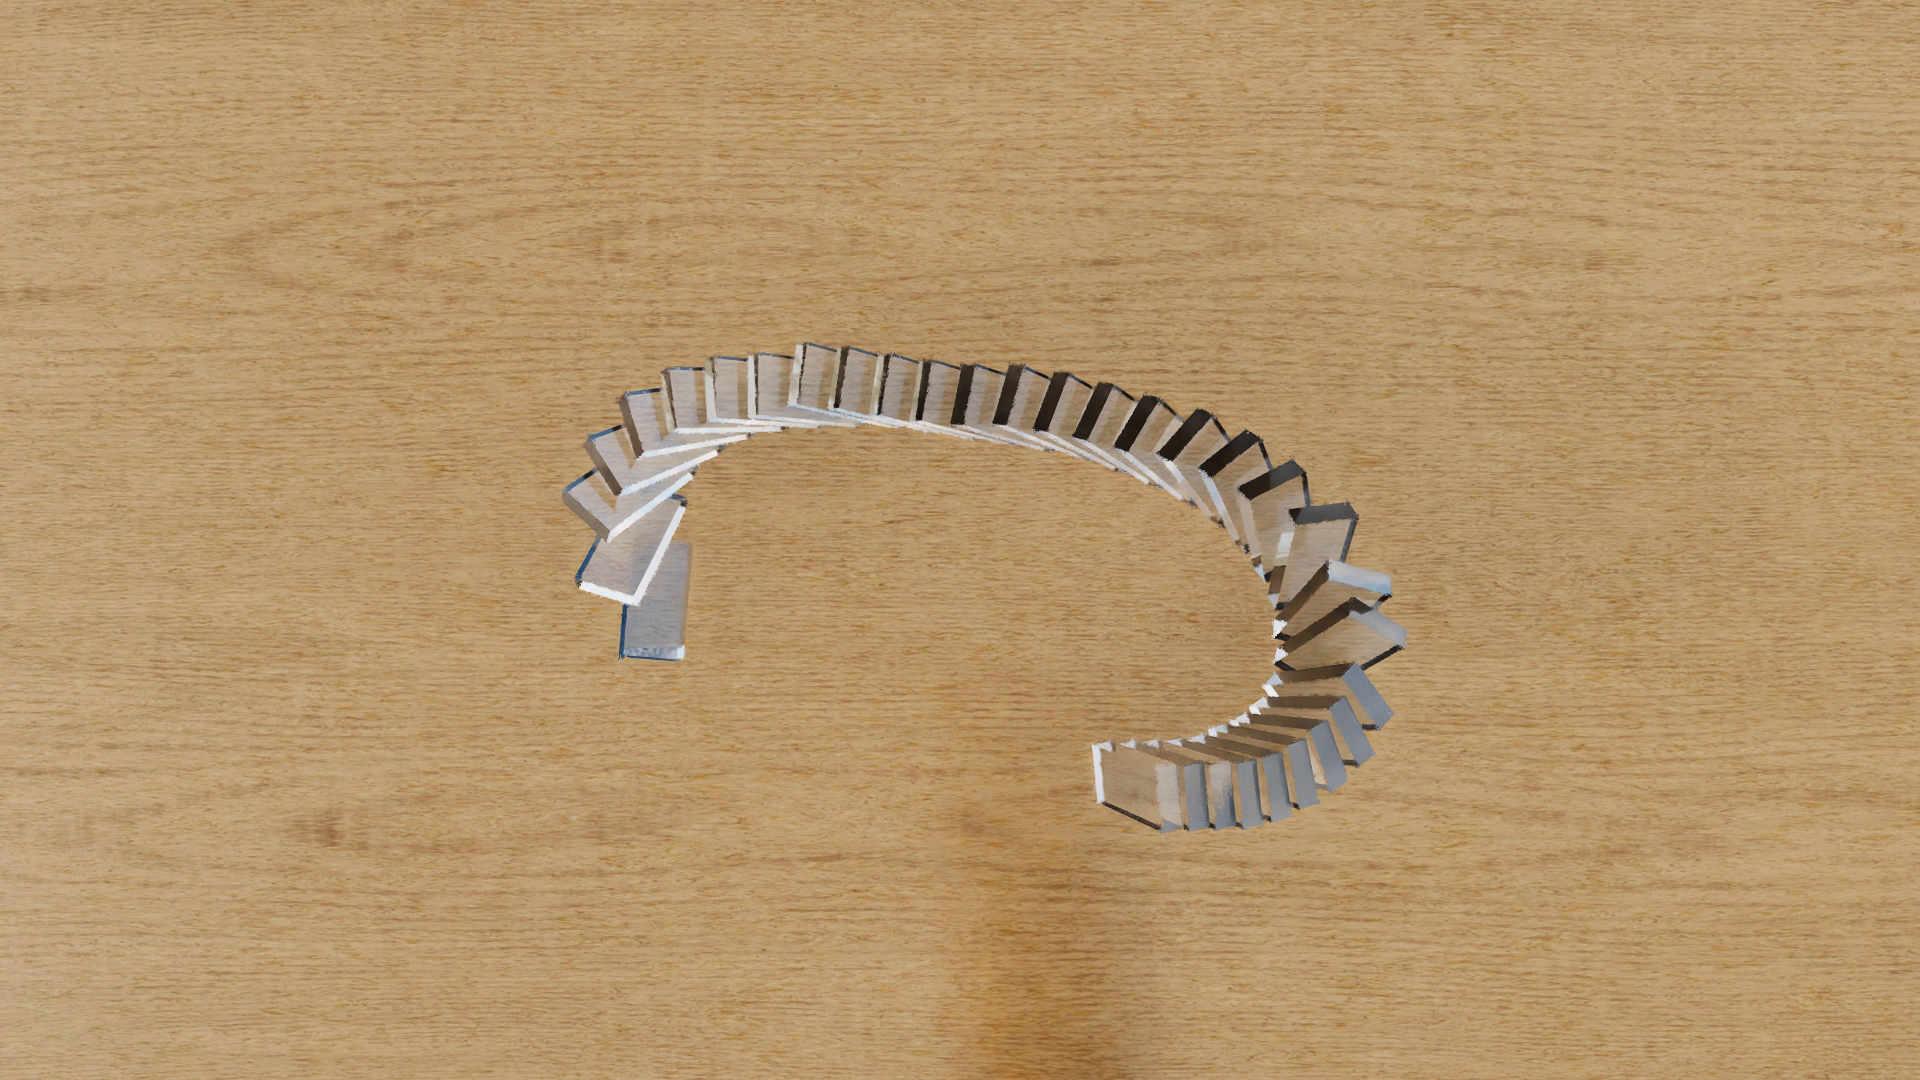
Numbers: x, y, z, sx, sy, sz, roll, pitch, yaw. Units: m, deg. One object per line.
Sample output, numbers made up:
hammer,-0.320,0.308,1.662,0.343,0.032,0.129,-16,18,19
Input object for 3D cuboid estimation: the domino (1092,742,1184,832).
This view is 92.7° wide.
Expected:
domino,0.072,0.100,0.375,0.009,0.050,0.025,-6,90,-21

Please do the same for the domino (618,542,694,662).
domino,-0.131,0.026,0.395,0.025,0.009,0.050,5,90,0

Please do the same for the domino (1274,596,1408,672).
domino,0.155,0.044,0.377,0.025,0.050,0.010,31,54,-1

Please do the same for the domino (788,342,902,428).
domino,-0.045,-0.064,0.381,0.050,0.009,0.025,8,90,-37

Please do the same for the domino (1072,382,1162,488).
domino,0.071,-0.043,0.381,0.050,0.010,0.025,26,90,-36

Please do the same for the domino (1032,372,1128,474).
domino,0.055,-0.048,0.381,0.050,0.010,0.025,21,90,-36

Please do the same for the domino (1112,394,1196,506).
domino,0.088,-0.037,0.381,0.050,0.010,0.025,31,90,-37

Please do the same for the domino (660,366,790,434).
domino,-0.097,-0.058,0.381,0.050,0.010,0.025,-7,88,-38

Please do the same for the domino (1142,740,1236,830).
domino,0.092,0.099,0.375,0.009,0.050,0.025,-6,90,-21

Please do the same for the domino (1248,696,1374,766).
domino,0.143,0.077,0.375,0.010,0.050,0.025,-27,90,-21

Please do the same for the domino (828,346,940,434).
domino,-0.029,-0.062,0.381,0.050,0.009,0.025,9,90,-37

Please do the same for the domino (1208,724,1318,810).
domino,0.123,0.092,0.375,0.009,0.050,0.025,-11,90,-21

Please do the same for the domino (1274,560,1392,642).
domino,0.152,0.028,0.377,0.025,0.050,0.010,15,56,0

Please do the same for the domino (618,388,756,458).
domino,-0.113,-0.051,0.380,0.050,0.010,0.025,-17,88,-39

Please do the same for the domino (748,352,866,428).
domino,-0.063,-0.062,0.381,0.050,0.010,0.025,0,90,-37

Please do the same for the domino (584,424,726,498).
domino,-0.126,-0.039,0.380,0.050,0.009,0.025,-32,90,-40

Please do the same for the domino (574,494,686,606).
domino,-0.137,0.001,0.383,0.025,0.009,0.050,17,60,0

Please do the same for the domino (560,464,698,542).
domino,-0.136,-0.024,0.380,0.025,0.010,0.050,42,50,0

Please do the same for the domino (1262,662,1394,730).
domino,0.149,0.065,0.375,0.009,0.050,0.025,-36,90,-22

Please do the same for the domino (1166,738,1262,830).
domino,0.102,0.098,0.375,0.010,0.050,0.025,-6,90,-21

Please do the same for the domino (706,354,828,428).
domino,-0.080,-0.061,0.381,0.050,0.009,0.025,-1,89,-38

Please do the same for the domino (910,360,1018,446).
domino,0.004,-0.057,0.382,0.050,0.010,0.025,9,90,-35

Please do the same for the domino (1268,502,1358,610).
domino,0.145,0.007,0.379,0.025,0.010,0.050,-7,134,-1

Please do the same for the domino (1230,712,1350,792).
domino,0.133,0.086,0.375,0.009,0.050,0.025,-20,90,-21

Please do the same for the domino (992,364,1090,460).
domino,0.038,-0.052,0.381,0.050,0.010,0.025,16,90,-36

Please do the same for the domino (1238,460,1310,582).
domino,0.132,-0.007,0.380,0.025,0.010,0.050,-27,131,0

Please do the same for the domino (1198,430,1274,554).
domino,0.119,-0.019,0.381,0.025,0.009,0.050,-38,129,0

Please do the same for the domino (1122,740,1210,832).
domino,0.082,0.100,0.375,0.009,0.050,0.025,-6,90,-21

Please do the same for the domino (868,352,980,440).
domino,-0.012,-0.059,0.382,0.050,0.010,0.025,9,90,-36

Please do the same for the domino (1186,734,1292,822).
domino,0.113,0.096,0.375,0.009,0.050,0.025,-9,90,-21

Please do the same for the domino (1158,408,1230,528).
domino,0.104,-0.029,0.381,0.025,0.009,0.050,-49,129,0

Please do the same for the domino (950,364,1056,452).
domino,0.021,-0.054,0.382,0.050,0.009,0.025,11,90,-35
